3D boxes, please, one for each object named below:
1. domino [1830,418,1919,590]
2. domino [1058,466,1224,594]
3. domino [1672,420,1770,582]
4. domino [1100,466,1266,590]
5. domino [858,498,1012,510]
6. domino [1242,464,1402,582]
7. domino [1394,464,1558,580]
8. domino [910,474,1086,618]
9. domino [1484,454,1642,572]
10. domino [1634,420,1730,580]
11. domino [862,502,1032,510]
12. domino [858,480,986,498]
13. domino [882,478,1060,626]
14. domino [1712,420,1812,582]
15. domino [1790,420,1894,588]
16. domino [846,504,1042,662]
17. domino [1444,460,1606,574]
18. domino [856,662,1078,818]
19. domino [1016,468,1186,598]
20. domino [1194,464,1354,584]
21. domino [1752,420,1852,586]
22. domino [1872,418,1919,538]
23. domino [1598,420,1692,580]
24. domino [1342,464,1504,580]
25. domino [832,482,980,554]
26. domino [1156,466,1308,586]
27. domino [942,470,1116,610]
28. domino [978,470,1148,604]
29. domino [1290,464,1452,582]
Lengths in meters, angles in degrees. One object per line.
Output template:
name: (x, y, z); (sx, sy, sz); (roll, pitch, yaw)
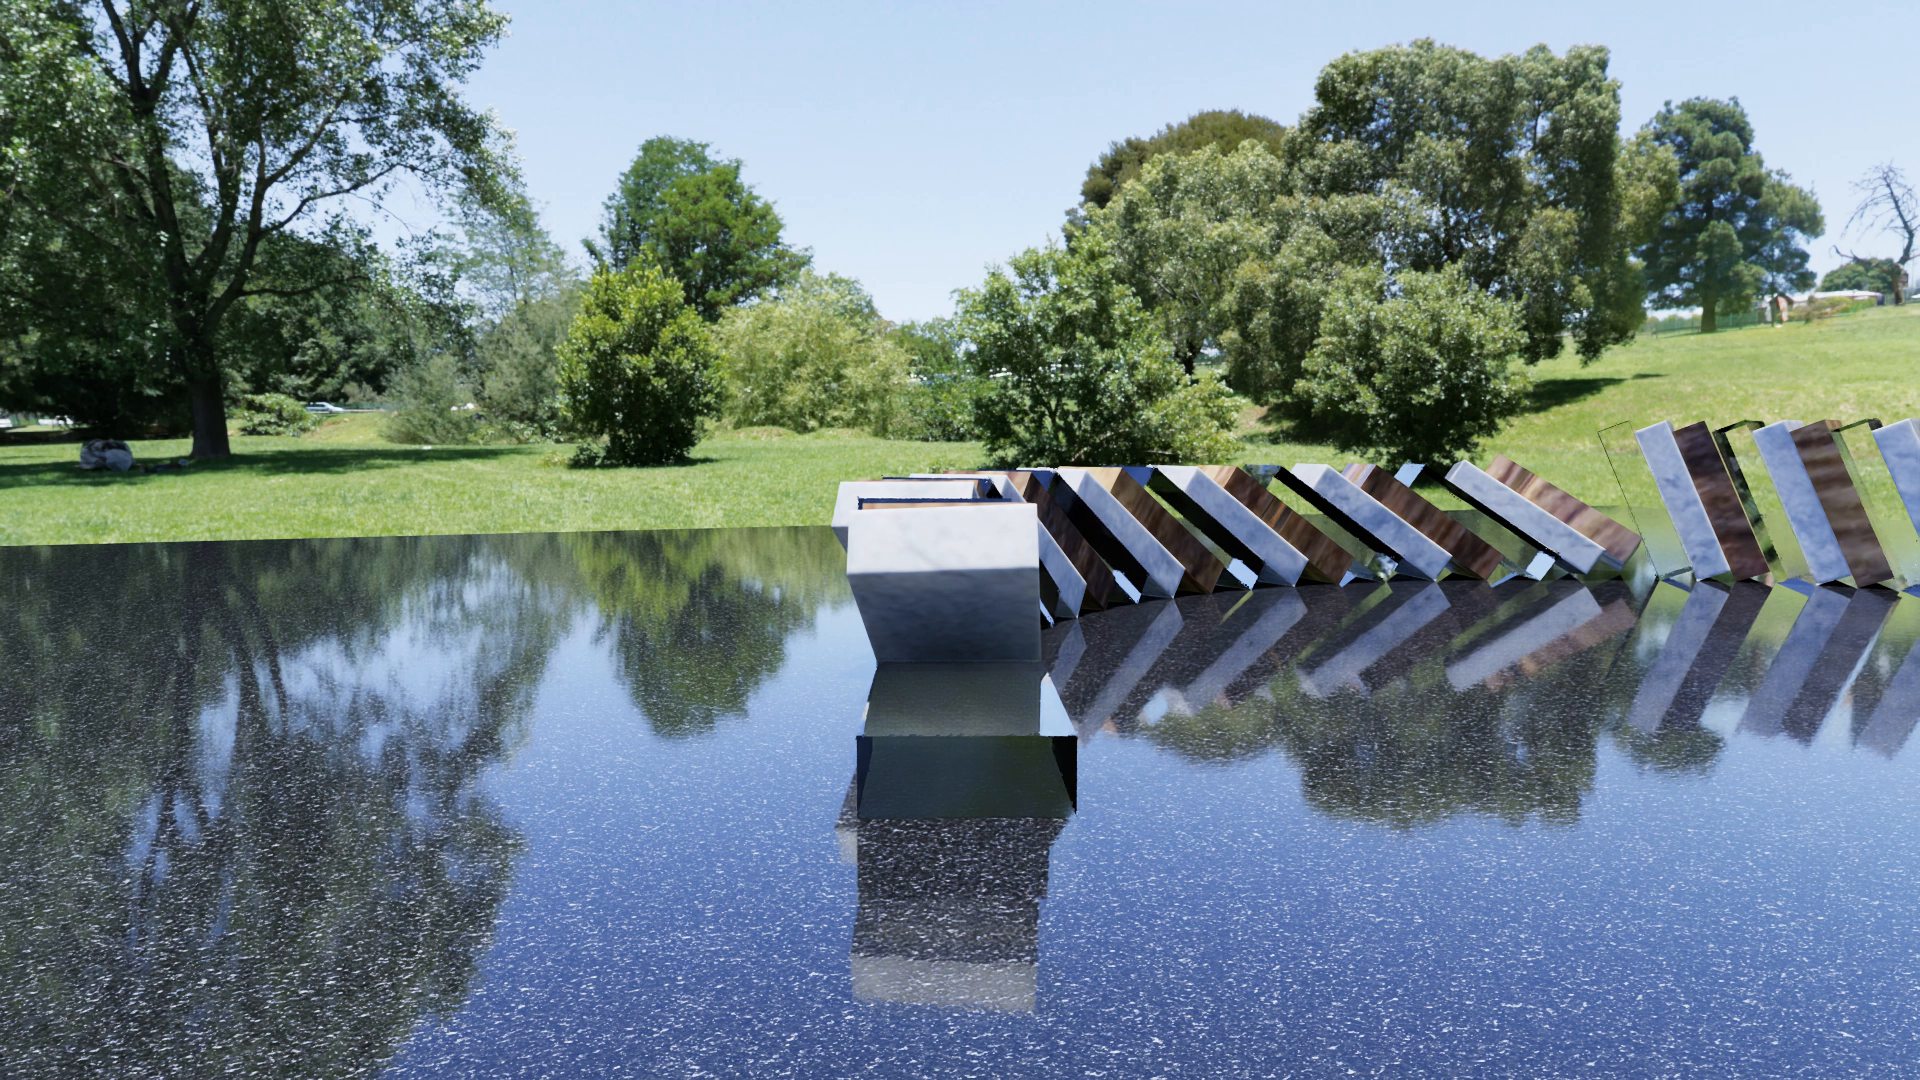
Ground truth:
domino: (0.277, -0.011, 0.383); (0.025, 0.050, 0.009); (-5, -16, -46)
domino: (0.050, -0.003, 0.363); (0.050, 0.009, 0.025); (39, -19, -33)
domino: (0.242, -0.013, 0.407); (0.009, 0.050, 0.025); (-24, -10, 34)
domino: (0.063, -0.004, 0.375); (0.050, 0.009, 0.025); (37, -14, -27)
domino: (-0.003, 0.009, 0.229); (0.025, 0.009, 0.050); (0, -26, 3)
domino: (0.111, -0.006, 0.401); (0.050, 0.009, 0.025); (34, -4, -13)
domino: (0.164, -0.006, 0.412); (0.050, 0.009, 0.025); (35, 6, 1)
domino: (0.009, 0.002, 0.303); (0.025, 0.009, 0.050); (3, -29, 31)
domino: (0.196, -0.009, 0.420); (0.050, 0.009, 0.025); (38, 8, 25)
domino: (0.231, -0.013, 0.410); (0.009, 0.050, 0.025); (-24, -9, 31)
domino: (-0.001, 0.010, 0.210); (0.025, 0.009, 0.050); (0, -26, 1)
domino: (-0.002, 0.005, 0.268); (0.025, 0.009, 0.050); (1, -29, 19)
domino: (0.003, 0.003, 0.286); (0.025, 0.009, 0.050); (2, -29, 24)
domino: (0.254, -0.013, 0.403); (0.025, 0.050, 0.010); (-5, -16, -46)
domino: (0.270, -0.012, 0.390); (0.025, 0.050, 0.010); (-5, -16, -46)
domino: (-0.001, 0.011, 0.191); (0.025, 0.009, 0.050); (-2, -26, 3)
domino: (0.181, -0.007, 0.415); (0.050, 0.009, 0.025); (36, 8, 12)
domino: (0.000, 0.025, 0.170); (0.025, 0.009, 0.050); (0, 4, -1)
domino: (0.037, -0.002, 0.350); (0.025, 0.009, 0.050); (5, -28, 48)
domino: (0.094, -0.005, 0.394); (0.050, 0.010, 0.025); (35, -7, -18)
domino: (0.263, -0.012, 0.397); (0.025, 0.050, 0.009); (-5, -16, -46)
domino: (0.284, -0.010, 0.375); (0.025, 0.050, 0.010); (-5, -16, -46)
domino: (0.219, -0.013, 0.411); (0.010, 0.050, 0.025); (-23, -7, 27)
domino: (0.146, -0.006, 0.410); (0.050, 0.009, 0.025); (34, 2, -5)
domino: (-0.005, 0.006, 0.250); (0.025, 0.009, 0.050); (1, -29, 14)
domino: (0.078, -0.004, 0.385); (0.050, 0.009, 0.025); (36, -12, -24)
domino: (0.017, 0.001, 0.320); (0.025, 0.010, 0.050); (3, -29, 35)
domino: (0.026, -0.001, 0.335); (0.025, 0.009, 0.050); (4, -29, 42)
domino: (0.128, -0.006, 0.407); (0.050, 0.009, 0.025); (34, -1, -8)
